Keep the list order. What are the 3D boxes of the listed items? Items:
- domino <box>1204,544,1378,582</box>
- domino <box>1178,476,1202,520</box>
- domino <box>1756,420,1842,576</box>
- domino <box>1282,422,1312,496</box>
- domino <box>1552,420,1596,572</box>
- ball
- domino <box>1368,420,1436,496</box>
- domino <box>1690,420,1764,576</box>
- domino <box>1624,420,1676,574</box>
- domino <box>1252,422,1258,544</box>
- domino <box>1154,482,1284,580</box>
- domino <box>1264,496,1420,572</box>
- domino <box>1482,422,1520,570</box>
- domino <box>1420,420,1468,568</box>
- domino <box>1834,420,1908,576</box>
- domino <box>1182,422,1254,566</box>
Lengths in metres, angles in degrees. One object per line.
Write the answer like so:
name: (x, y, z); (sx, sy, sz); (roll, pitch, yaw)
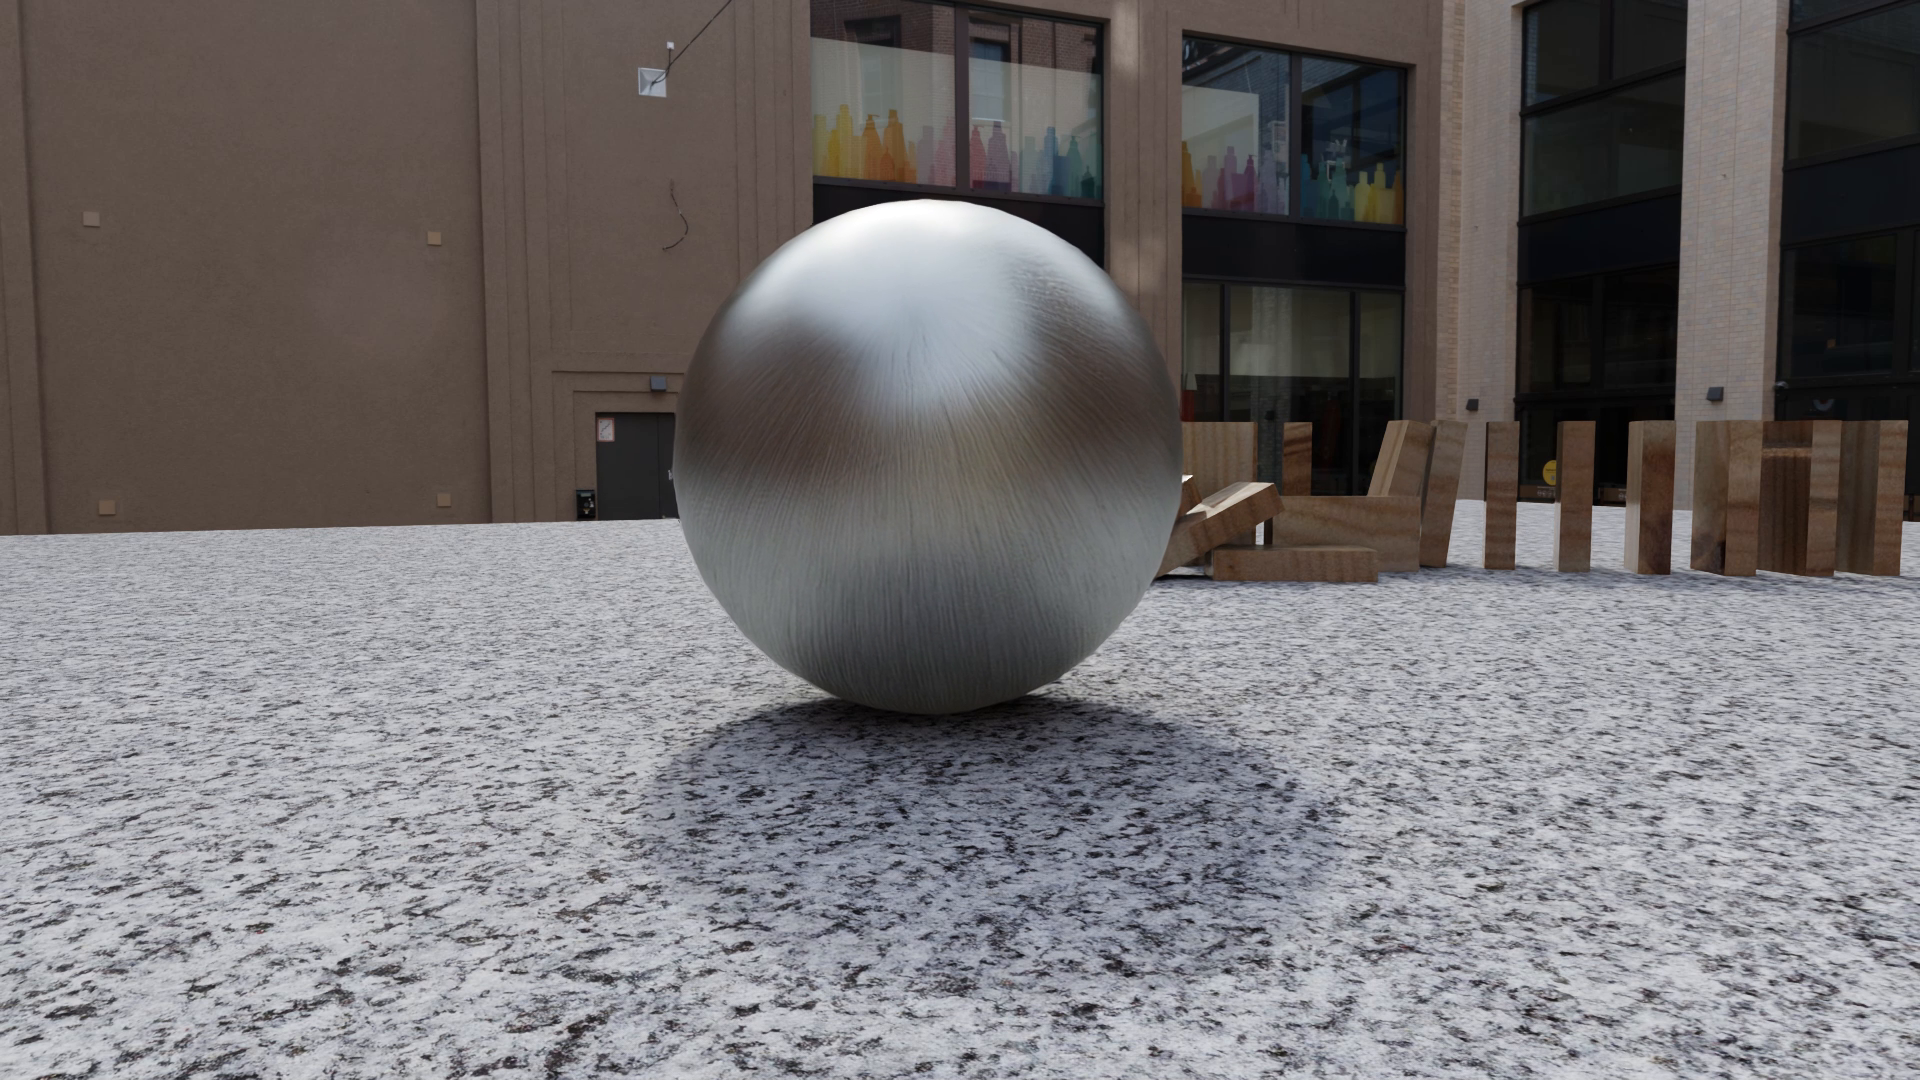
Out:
domino: (0.105, 0.007, 0.409); (0.050, 0.009, 0.025); (0, 4, 4)
domino: (0.051, -0.005, 0.413); (0.050, 0.010, 0.025); (-35, 21, -26)
domino: (0.276, -0.014, 0.423); (0.009, 0.050, 0.025); (0, 4, -4)
domino: (0.122, -0.017, 0.465); (0.010, 0.050, 0.025); (1, 4, 13)
domino: (0.209, -0.015, 0.436); (0.009, 0.050, 0.025); (2, 5, 21)
ball: (-0.005, -0.013, 0.204); (0.080, 0.080, 0.080); (0, 4, 0)
domino: (0.154, -0.017, 0.457); (0.009, 0.050, 0.025); (15, 5, 1)
domino: (0.253, -0.014, 0.423); (0.009, 0.050, 0.025); (1, 4, 7)
domino: (0.230, -0.015, 0.429); (0.010, 0.050, 0.025); (1, 5, 18)
domino: (0.099, -0.018, 0.468); (0.009, 0.050, 0.025); (-1, 4, -10)
domino: (0.077, -0.004, 0.415); (0.050, 0.009, 0.025); (-27, 10, -13)
domino: (0.127, -0.002, 0.429); (0.050, 0.025, 0.009); (0, 4, -4)
domino: (0.187, -0.016, 0.444); (0.009, 0.050, 0.025); (2, 5, 20)
domino: (0.168, -0.017, 0.451); (0.009, 0.050, 0.025); (8, 6, 14)
domino: (0.298, -0.014, 0.426); (0.009, 0.050, 0.025); (0, 4, -6)
domino: (0.089, -0.016, 0.450); (0.025, 0.050, 0.009); (0, 4, -4)
